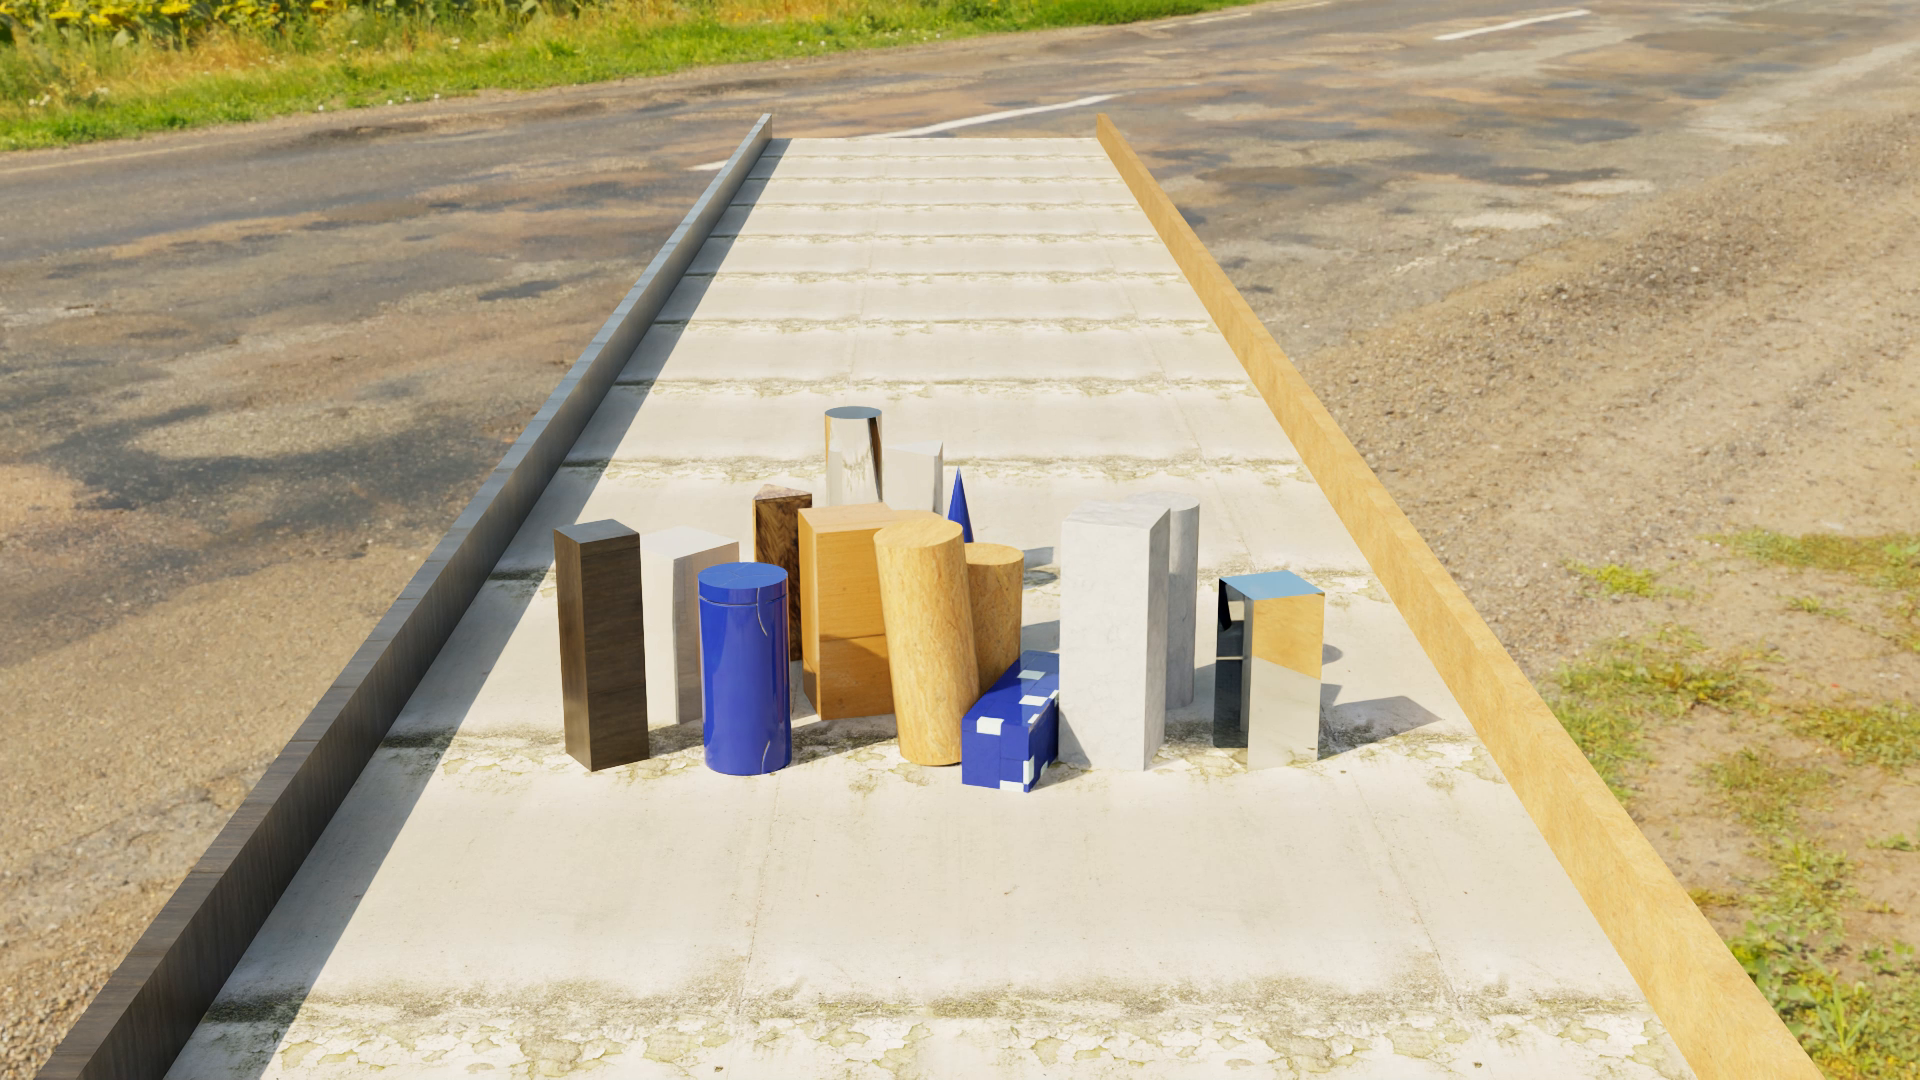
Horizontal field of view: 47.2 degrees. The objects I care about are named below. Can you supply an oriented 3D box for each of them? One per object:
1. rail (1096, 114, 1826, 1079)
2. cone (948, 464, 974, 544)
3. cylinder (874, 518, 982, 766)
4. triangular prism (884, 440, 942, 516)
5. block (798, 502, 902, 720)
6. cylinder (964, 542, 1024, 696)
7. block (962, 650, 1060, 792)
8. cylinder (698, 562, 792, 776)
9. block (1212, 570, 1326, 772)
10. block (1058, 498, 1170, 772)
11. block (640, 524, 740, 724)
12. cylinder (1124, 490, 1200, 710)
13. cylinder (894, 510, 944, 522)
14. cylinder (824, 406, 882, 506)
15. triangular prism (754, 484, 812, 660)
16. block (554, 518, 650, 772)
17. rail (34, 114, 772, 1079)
[{"bbox_3d":[0.932,-0.844,7.801,0.050,0.150,12.000,0,17,-1],"label":"rail"},{"bbox_3d":[-0.003,0.036,4.415,0.155,0.394,0.155,0,17,0],"label":"cone"},{"bbox_3d":[-0.052,0.180,3.884,0.157,0.406,0.157,-6,19,2],"label":"cylinder"},{"bbox_3d":[-0.075,-0.061,4.893,0.141,0.307,0.122,11,20,33],"label":"triangular prism"},{"bbox_3d":[-0.201,0.132,4.141,0.168,0.364,0.168,-5,17,-15],"label":"block"},{"bbox_3d":[0.039,0.174,4.089,0.148,0.310,0.148,2,16,0],"label":"cylinder"},{"bbox_3d":[0.120,0.319,3.941,0.121,0.121,0.377,5,17,18],"label":"block"},{"bbox_3d":[-0.377,0.226,3.866,0.156,0.343,0.156,0,17,0],"label":"cylinder"},{"bbox_3d":[0.546,0.230,3.898,0.137,0.316,0.137,-6,18,-19],"label":"block"},{"bbox_3d":[0.273,0.167,3.889,0.155,0.443,0.155,6,17,18],"label":"block"},{"bbox_3d":[-0.523,0.157,4.136,0.159,0.321,0.159,15,22,41],"label":"block"},{"bbox_3d":[0.376,0.114,4.158,0.143,0.390,0.143,0,17,0],"label":"cylinder"},{"bbox_3d":[-0.097,0.110,4.293,0.125,0.317,0.125,2,18,-1],"label":"cylinder"},{"bbox_3d":[-0.220,-0.047,4.595,0.119,0.450,0.119,0,17,0],"label":"cylinder"},{"bbox_3d":[-0.367,0.065,4.405,0.121,0.343,0.105,-7,18,-22],"label":"triangular prism"},{"bbox_3d":[-0.630,0.185,3.871,0.112,0.419,0.112,-11,20,-32],"label":"block"},{"bbox_3d":[-1.118,-0.838,7.780,0.050,0.150,12.000,0,17,-1],"label":"rail"}]
